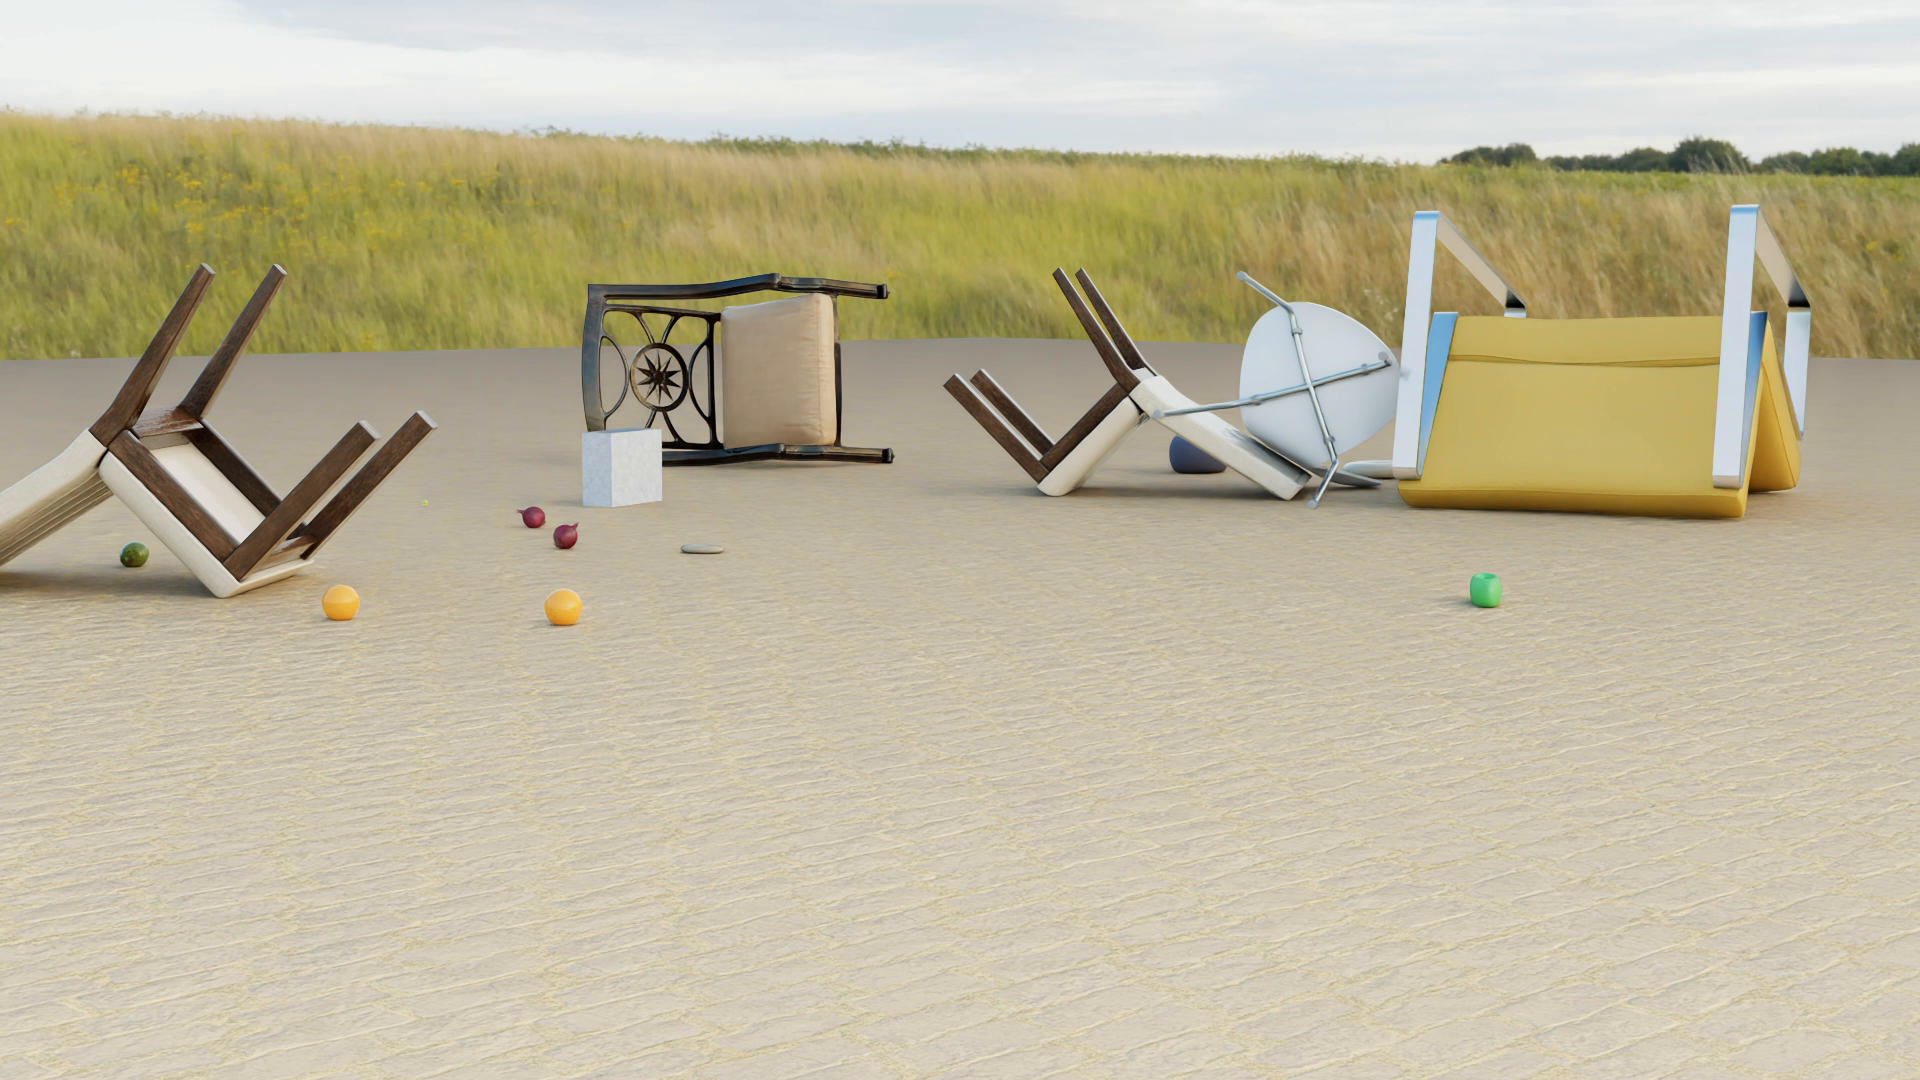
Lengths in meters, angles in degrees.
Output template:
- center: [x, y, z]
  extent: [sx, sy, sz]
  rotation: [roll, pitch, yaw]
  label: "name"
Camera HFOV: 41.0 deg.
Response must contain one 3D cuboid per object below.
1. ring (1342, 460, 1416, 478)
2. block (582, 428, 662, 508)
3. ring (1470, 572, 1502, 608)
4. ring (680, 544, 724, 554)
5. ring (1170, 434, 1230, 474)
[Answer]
- center: [1.374, -0.230, 8.404]
  extent: [0.244, 0.051, 0.200]
  rotation: [-1, 5, -7]
  label: "ring"
- center: [-0.979, -0.212, 7.444]
  extent: [0.102, 0.211, 0.255]
  rotation: [3, 7, 27]
  label: "block"
- center: [1.058, 0.101, 5.165]
  extent: [0.062, 0.057, 0.180]
  rotation: [-2, 5, 8]
  label: "ring"
- center: [-0.616, 0.021, 6.119]
  extent: [0.110, 0.018, 0.072]
  rotation: [3, 7, 23]
  label: "ring"
- center: [0.807, -0.292, 8.633]
  extent: [0.192, 0.129, 0.261]
  rotation: [1, 5, 30]
  label: "ring"
